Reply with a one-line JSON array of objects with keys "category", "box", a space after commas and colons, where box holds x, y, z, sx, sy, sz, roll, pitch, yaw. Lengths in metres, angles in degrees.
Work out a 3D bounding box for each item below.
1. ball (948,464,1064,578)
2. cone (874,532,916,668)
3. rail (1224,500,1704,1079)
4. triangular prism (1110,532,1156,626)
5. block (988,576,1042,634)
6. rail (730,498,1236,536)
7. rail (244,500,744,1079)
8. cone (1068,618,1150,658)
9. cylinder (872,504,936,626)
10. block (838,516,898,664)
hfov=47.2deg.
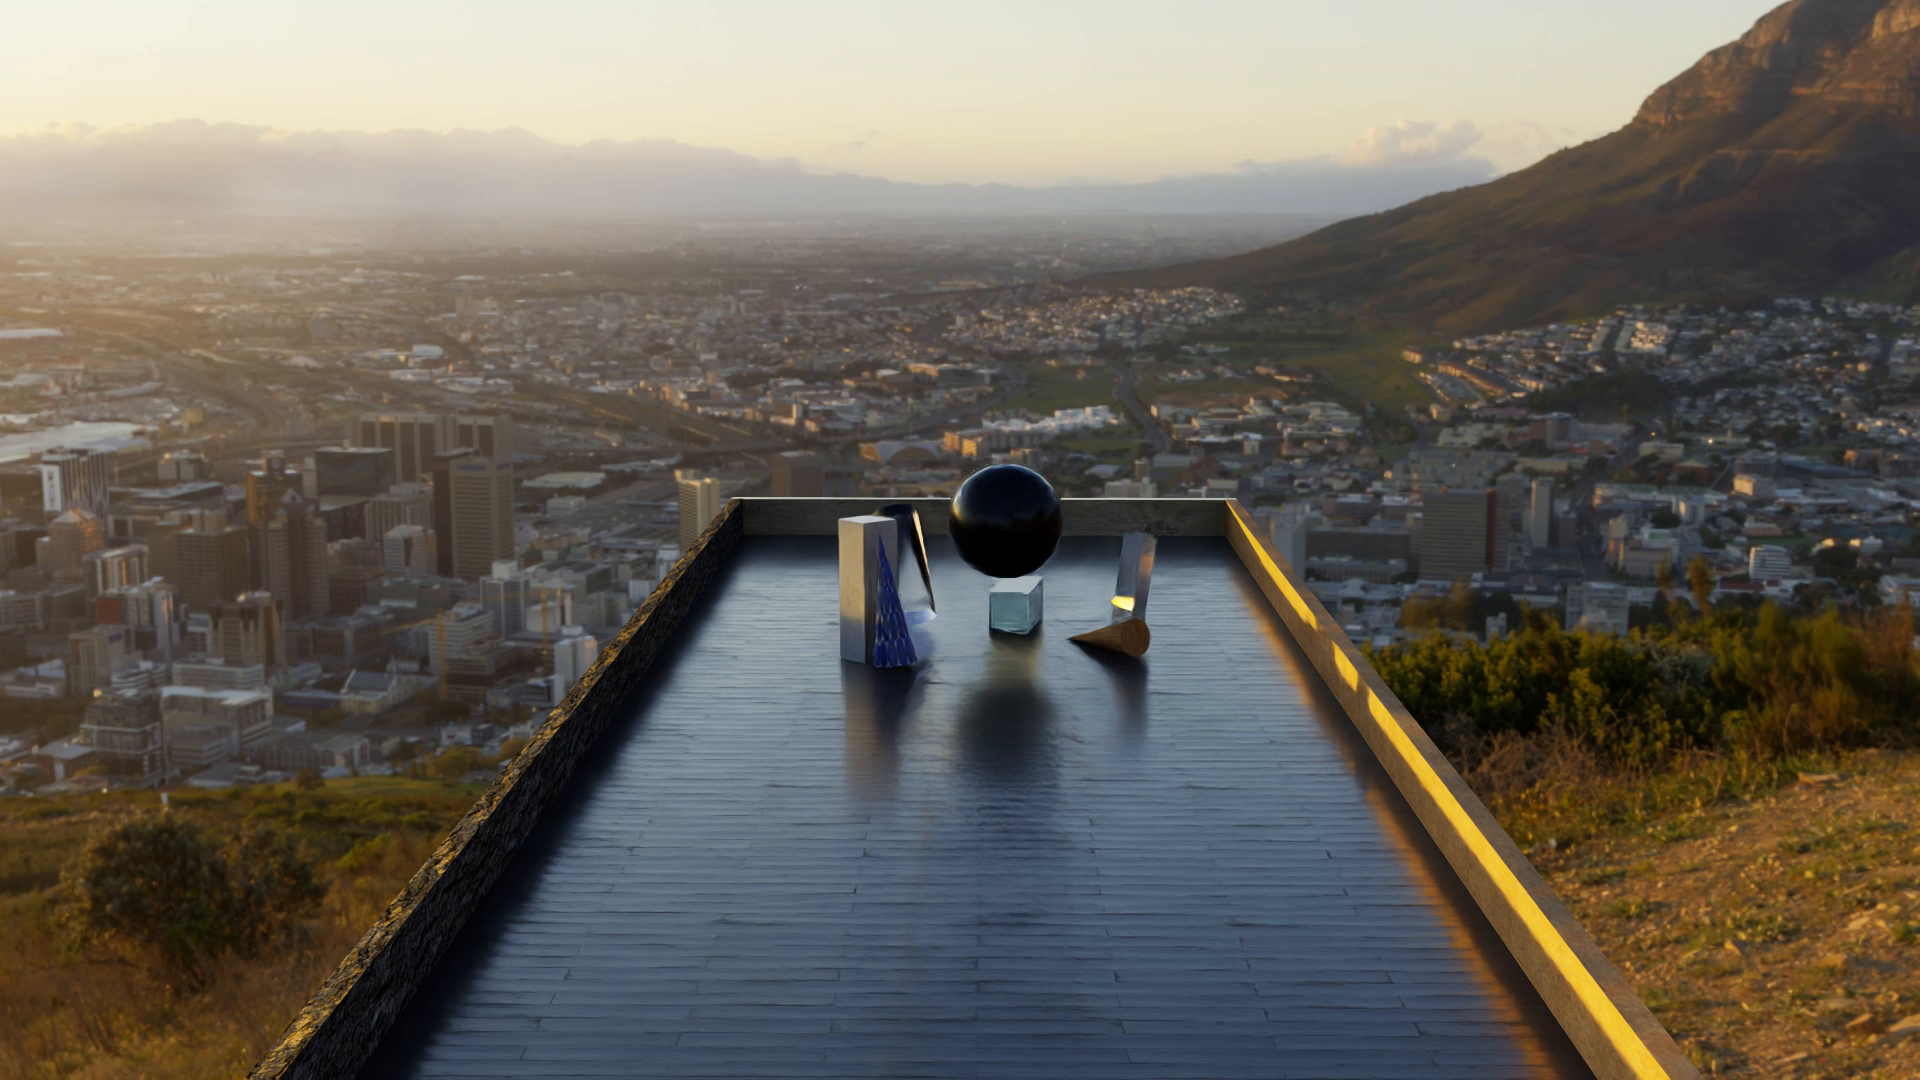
[{"category": "ball", "box": [0.151, -0.061, 7.187, 0.376, 0.376, 0.376, 0, 9, 0]}, {"category": "cone", "box": [-0.218, 0.172, 6.598, 0.133, 0.402, 0.133, -7, 8, 1]}, {"category": "rail", "box": [1.046, 0.843, 3.208, 0.050, 0.150, 12.000, 0, 9, 1]}, {"category": "triangular prism", "box": [0.533, 0.150, 6.919, 0.089, 0.339, 0.103, 8, -2, 28]}, {"category": "block", "box": [0.185, 0.212, 7.250, 0.132, 0.132, 0.308, 2, 9, 10]}, {"category": "rail", "box": [0.099, -0.098, 9.147, 2.100, 0.150, 0.050, 0, 9, 1]}, {"category": "rail", "box": [-1.004, 0.839, 3.234, 0.050, 0.150, 12.000, 0, 9, 1]}, {"category": "cone", "box": [0.439, 0.307, 6.884, 0.118, 0.118, 0.342, -6, 1, -35]}, {"category": "cylinder", "box": [-0.185, 0.082, 7.219, 0.155, 0.371, 0.155, -9, -20, -3]}, {"category": "block", "box": [-0.279, 0.149, 6.695, 0.125, 0.429, 0.125, -8, 11, -39]}]
